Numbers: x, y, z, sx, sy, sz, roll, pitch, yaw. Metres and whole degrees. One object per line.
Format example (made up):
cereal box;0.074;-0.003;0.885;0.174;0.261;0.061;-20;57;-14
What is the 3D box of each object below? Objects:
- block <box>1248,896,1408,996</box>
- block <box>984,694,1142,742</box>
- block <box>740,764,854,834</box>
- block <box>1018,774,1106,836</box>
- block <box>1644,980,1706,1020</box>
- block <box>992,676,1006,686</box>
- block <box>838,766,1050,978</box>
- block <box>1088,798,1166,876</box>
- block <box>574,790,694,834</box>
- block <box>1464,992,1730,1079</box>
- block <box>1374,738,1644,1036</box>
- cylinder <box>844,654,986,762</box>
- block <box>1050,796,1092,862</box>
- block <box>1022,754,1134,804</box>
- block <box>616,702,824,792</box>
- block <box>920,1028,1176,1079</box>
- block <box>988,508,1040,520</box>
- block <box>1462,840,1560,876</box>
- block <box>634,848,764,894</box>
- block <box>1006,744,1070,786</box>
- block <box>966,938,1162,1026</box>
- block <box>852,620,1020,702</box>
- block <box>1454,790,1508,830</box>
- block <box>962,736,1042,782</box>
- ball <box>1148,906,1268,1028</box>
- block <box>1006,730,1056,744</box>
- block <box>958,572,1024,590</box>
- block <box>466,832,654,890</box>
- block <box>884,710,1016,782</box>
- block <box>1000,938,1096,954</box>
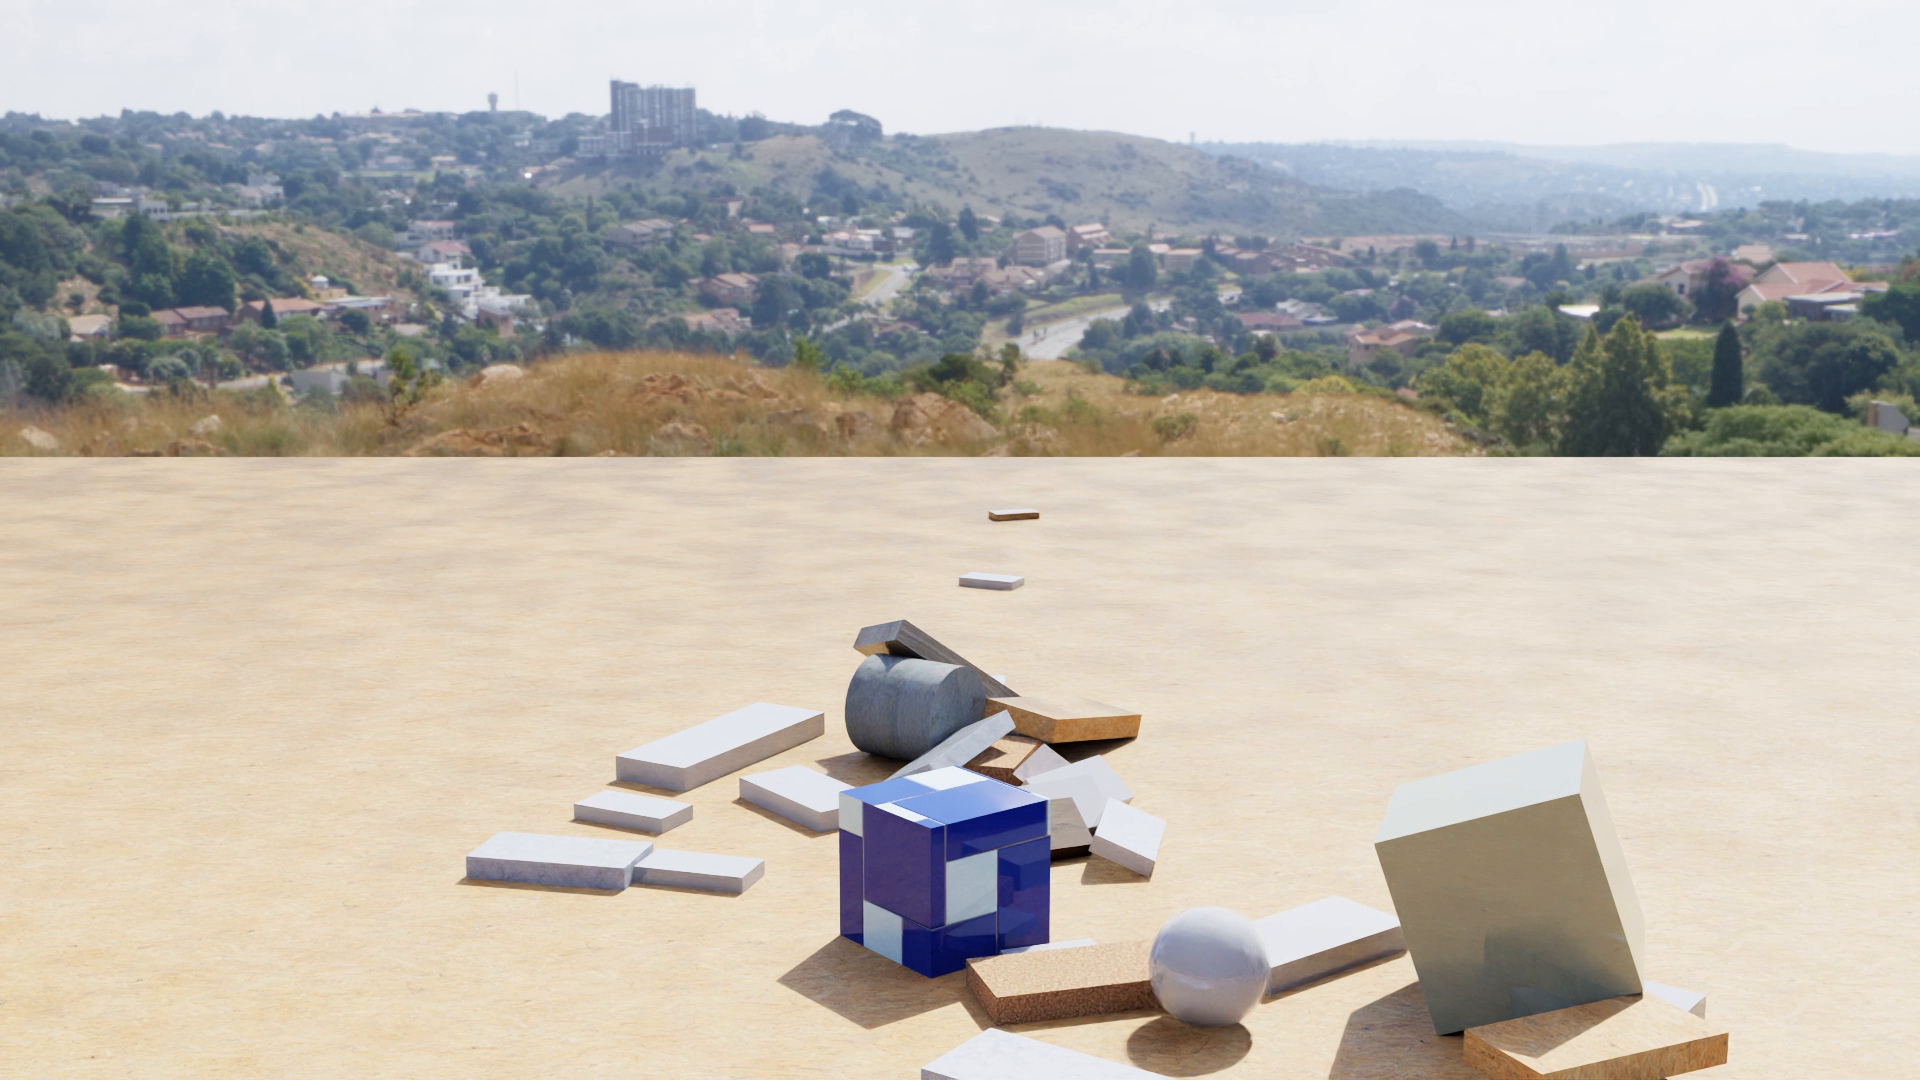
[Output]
block;0.531;0.621;3.384;0.309;0.044;0.154;-8;13;-37
block;0.215;0.366;4.529;0.168;0.048;0.337;15;6;34
block;-0.282;0.484;4.131;0.139;0.039;0.277;-8;13;-37
block;0.161;0.490;3.954;0.222;0.031;0.111;-6;50;-30
block;0.896;0.682;3.047;0.162;0.046;0.324;8;13;37
block;-0.006;0.333;4.971;0.215;0.030;0.108;1;11;3
block;-0.025;0.513;3.441;0.235;0.235;0.235;-8;13;-38
block;0.295;0.519;3.858;0.111;0.031;0.222;24;14;5
block;-0.604;0.502;4.067;0.198;0.028;0.099;5;12;27
block;0.835;0.666;2.890;0.309;0.044;0.154;-5;12;-25
block;0.798;0.494;3.169;0.290;0.290;0.290;-17;4;20
cylinder;-0.089;0.343;4.437;0.206;0.206;0.206;7;13;33
block;0.113;0.514;3.847;0.222;0.031;0.111;-4;43;-23
block;0.218;0.469;4.077;0.215;0.030;0.108;-11;52;-47
block;-0.480;0.416;4.475;0.168;0.048;0.481;6;12;30
block;0.128;0.718;2.854;0.324;0.046;0.162;7;13;34
block;0.178;-0.084;7.238;0.150;0.021;0.075;-4;11;-19
block;0.955;0.552;3.816;0.150;0.021;0.075;-5;12;-27
block;-0.443;0.562;3.741;0.198;0.028;0.099;3;11;17
block;0.164;0.456;4.155;0.108;0.030;0.215;37;19;9
block;0.179;0.648;3.235;0.309;0.044;0.154;-3;11;-16
block;-0.042;0.279;4.577;0.337;0.048;0.168;35;-26;-25
block;0.967;0.501;4.085;0.082;0.023;0.165;1;11;7
block;0.081;0.426;4.293;0.110;0.031;0.221;3;11;16
ball;0.352;0.606;3.118;0.171;0.171;0.171;0;11;0
block;0.134;0.390;4.661;0.110;0.031;0.221;-4;11;-21
block;0.089;0.115;6.161;0.165;0.023;0.082;5;12;25
block;-0.686;0.550;3.777;0.285;0.039;0.139;2;11;12
block;-0.023;0.415;4.229;0.139;0.039;0.277;-26;2;38
block;0.144;0.638;3.350;0.150;0.021;0.075;-4;11;-20
